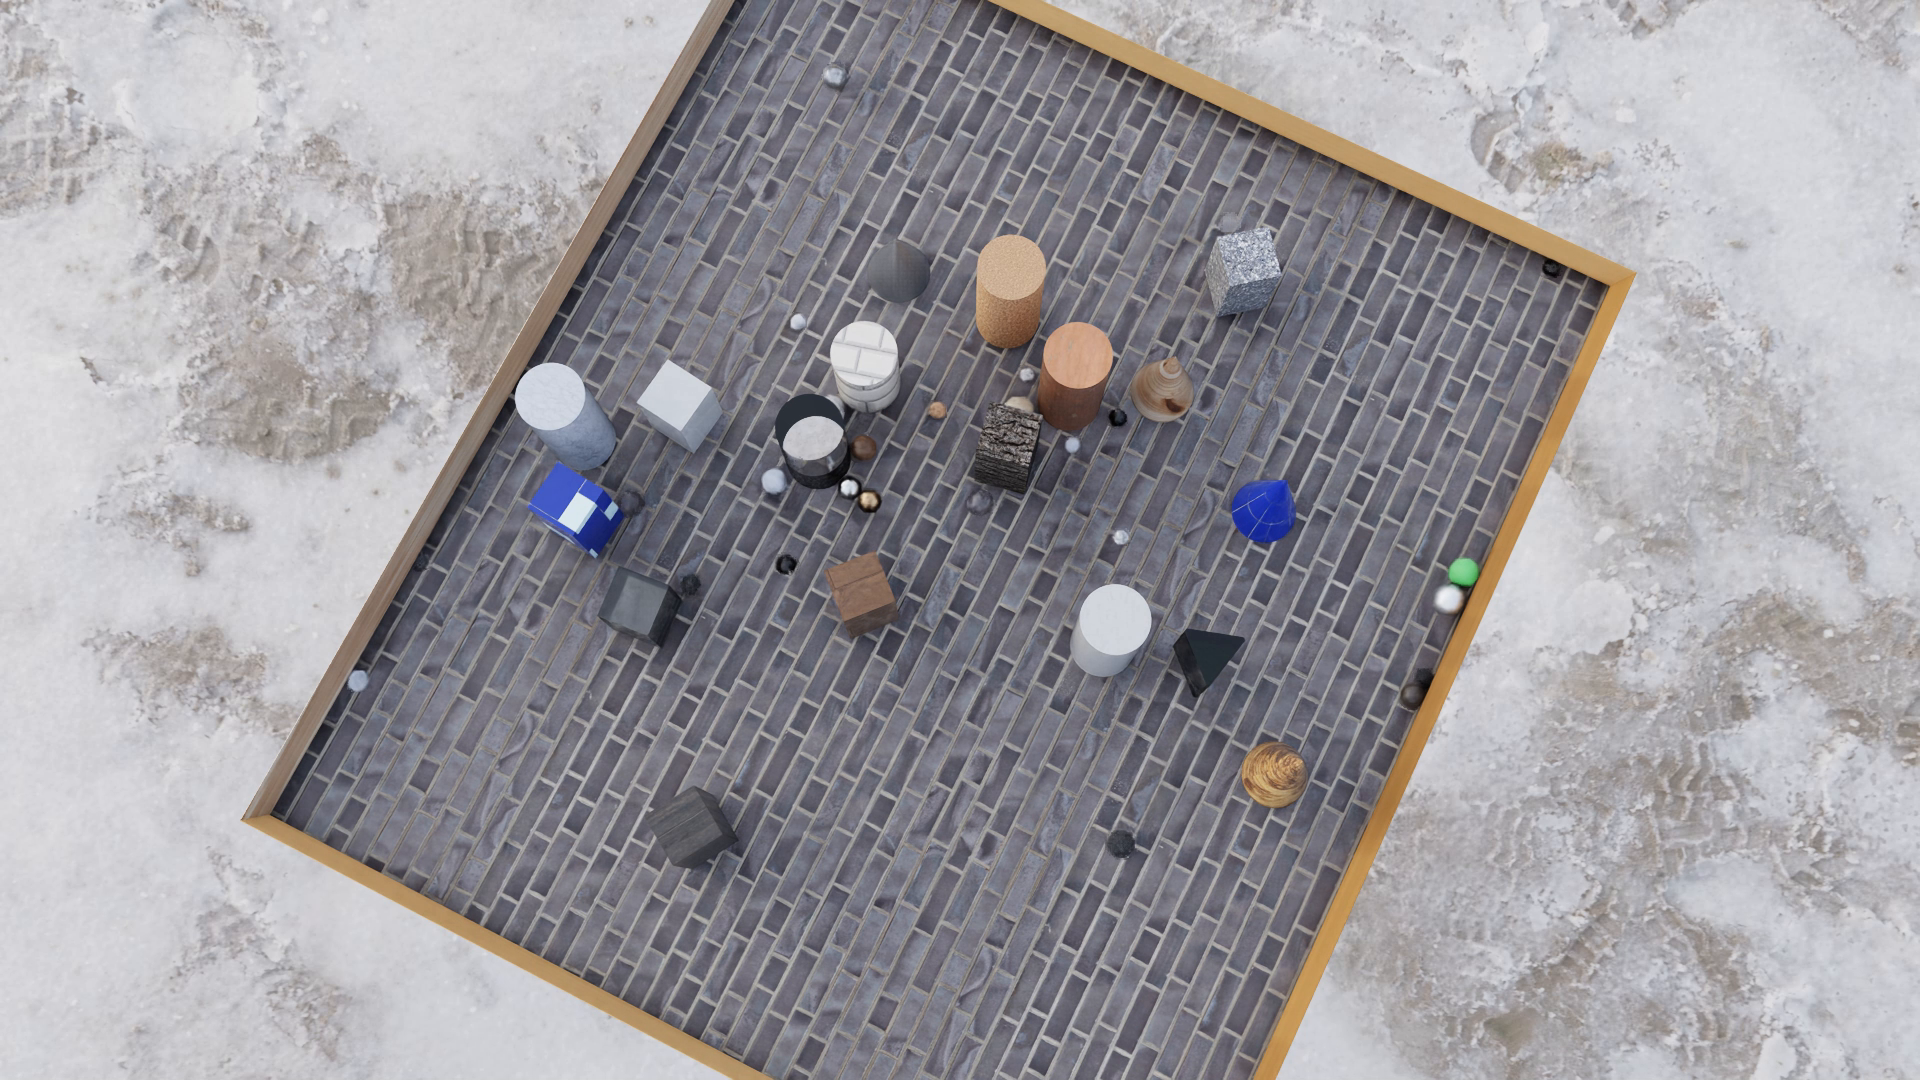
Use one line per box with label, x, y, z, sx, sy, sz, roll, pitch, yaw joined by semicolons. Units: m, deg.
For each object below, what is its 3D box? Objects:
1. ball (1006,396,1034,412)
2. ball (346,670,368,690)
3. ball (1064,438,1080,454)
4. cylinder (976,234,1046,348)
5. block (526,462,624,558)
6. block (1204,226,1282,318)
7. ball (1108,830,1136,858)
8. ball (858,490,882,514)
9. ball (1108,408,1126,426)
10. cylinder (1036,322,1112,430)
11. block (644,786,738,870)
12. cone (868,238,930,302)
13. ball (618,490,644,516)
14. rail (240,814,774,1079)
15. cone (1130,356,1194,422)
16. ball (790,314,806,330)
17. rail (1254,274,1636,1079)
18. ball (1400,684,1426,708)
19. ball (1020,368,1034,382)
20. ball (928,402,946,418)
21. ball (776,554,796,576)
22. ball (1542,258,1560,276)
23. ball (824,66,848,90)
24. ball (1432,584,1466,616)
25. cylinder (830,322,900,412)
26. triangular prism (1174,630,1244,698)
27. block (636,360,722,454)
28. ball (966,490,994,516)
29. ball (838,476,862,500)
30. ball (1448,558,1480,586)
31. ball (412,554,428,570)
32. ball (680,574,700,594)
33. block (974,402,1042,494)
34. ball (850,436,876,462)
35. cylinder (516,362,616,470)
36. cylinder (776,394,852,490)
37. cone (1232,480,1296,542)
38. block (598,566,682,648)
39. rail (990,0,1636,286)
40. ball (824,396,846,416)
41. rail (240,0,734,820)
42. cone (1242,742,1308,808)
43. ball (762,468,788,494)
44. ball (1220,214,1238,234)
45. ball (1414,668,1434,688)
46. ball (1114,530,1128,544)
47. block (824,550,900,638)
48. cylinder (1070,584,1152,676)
ball;0.181;-0.399;5.651;0.095;0.095;0.095;0;78;0
ball;-1.807;0.420;5.497;0.064;0.064;0.064;0;78;0
ball;0.347;-0.291;5.653;0.047;0.047;0.047;0;78;0
cylinder;0.149;-0.744;5.536;0.200;0.460;0.200;0;78;0
block;-1.139;-0.085;5.458;0.160;0.344;0.160;31;80;6
block;0.868;-0.823;5.640;0.160;0.287;0.160;-12;79;-2
ball;0.474;0.894;5.389;0.082;0.082;0.082;0;78;0
ball;-0.276;-0.118;5.604;0.073;0.073;0.073;0;78;0
ball;0.488;-0.378;5.667;0.055;0.055;0.055;0;78;0
cylinder;0.339;-0.483;5.481;0.200;0.462;0.200;0;78;0
block;-0.764;0.827;5.250;0.160;0.384;0.160;-31;80;-6
cone;-0.193;-0.876;5.644;0.200;0.302;0.200;0;78;0
ball;-1.005;-0.114;5.601;0.077;0.077;0.077;0;78;0
rail;-0.742;1.461;5.247;2.990;0.130;0.045;26;80;5
cone;0.631;-0.500;5.533;0.200;0.366;0.200;0;78;0
ball;-0.509;-0.681;5.733;0.048;0.048;0.048;0;78;0
rail;1.316;0.651;5.415;0.045;0.130;3.368;26;80;5
ball;1.356;0.466;5.482;0.074;0.074;0.074;0;78;0
ball;0.207;-0.512;5.699;0.046;0.046;0.046;0;78;0
ball;-0.071;-0.401;5.673;0.052;0.052;0.052;0;78;0
ball;-0.528;0.075;5.569;0.062;0.062;0.062;0;78;0
ball;1.861;-0.857;5.766;0.055;0.055;0.055;0;78;0
ball;-0.400;-1.486;5.885;0.076;0.076;0.076;0;78;0
ball;1.473;0.180;5.528;0.100;0.100;0.100;0;78;0
cylinder;-0.284;-0.523;5.572;0.200;0.300;0.200;0;78;0
triangular prism;0.704;0.333;5.395;0.150;0.300;0.173;38;81;7
block;-0.847;-0.402;5.562;0.160;0.269;0.160;33;80;6
ball;0.062;-0.114;5.598;0.084;0.084;0.084;0;78;0
ball;-0.338;-0.157;5.612;0.073;0.073;0.073;0;78;0
ball;1.526;0.097;5.550;0.091;0.091;0.091;0;78;0
ball;-1.643;0.067;5.578;0.048;0.048;0.048;0;78;0
ball;-0.818;0.135;5.557;0.062;0.062;0.062;0;78;0
block;0.143;-0.272;5.490;0.160;0.358;0.160;15;79;3
ball;-0.297;-0.282;5.634;0.081;0.081;0.081;0;78;0
cylinder;-1.166;-0.361;5.449;0.200;0.475;0.200;0;78;0
cylinder;-0.436;-0.291;5.489;0.200;0.368;0.200;0;78;0
cone;0.934;-0.130;5.435;0.200;0.409;0.200;0;78;0
block;-0.948;0.202;5.443;0.160;0.259;0.160;21;79;4
rail;0.742;-1.447;5.849;2.990;0.130;0.045;26;80;5
ball;-0.398;-0.403;5.656;0.087;0.087;0.087;0;78;0
rail;-1.316;-0.637;5.681;0.045;0.130;3.368;26;80;5
cone;0.940;0.654;5.246;0.200;0.462;0.200;0;78;0
ball;-0.568;-0.180;5.615;0.077;0.077;0.077;0;78;0
ball;0.849;-0.998;5.793;0.059;0.059;0.059;0;78;0
ball;1.393;0.414;5.502;0.057;0.057;0.057;0;78;0
ball;0.491;-0.008;5.595;0.045;0.045;0.045;0;78;0
block;-0.288;0.165;5.412;0.160;0.333;0.160;-22;79;-4
cylinder;0.432;0.268;5.323;0.200;0.466;0.200;0;78;0
